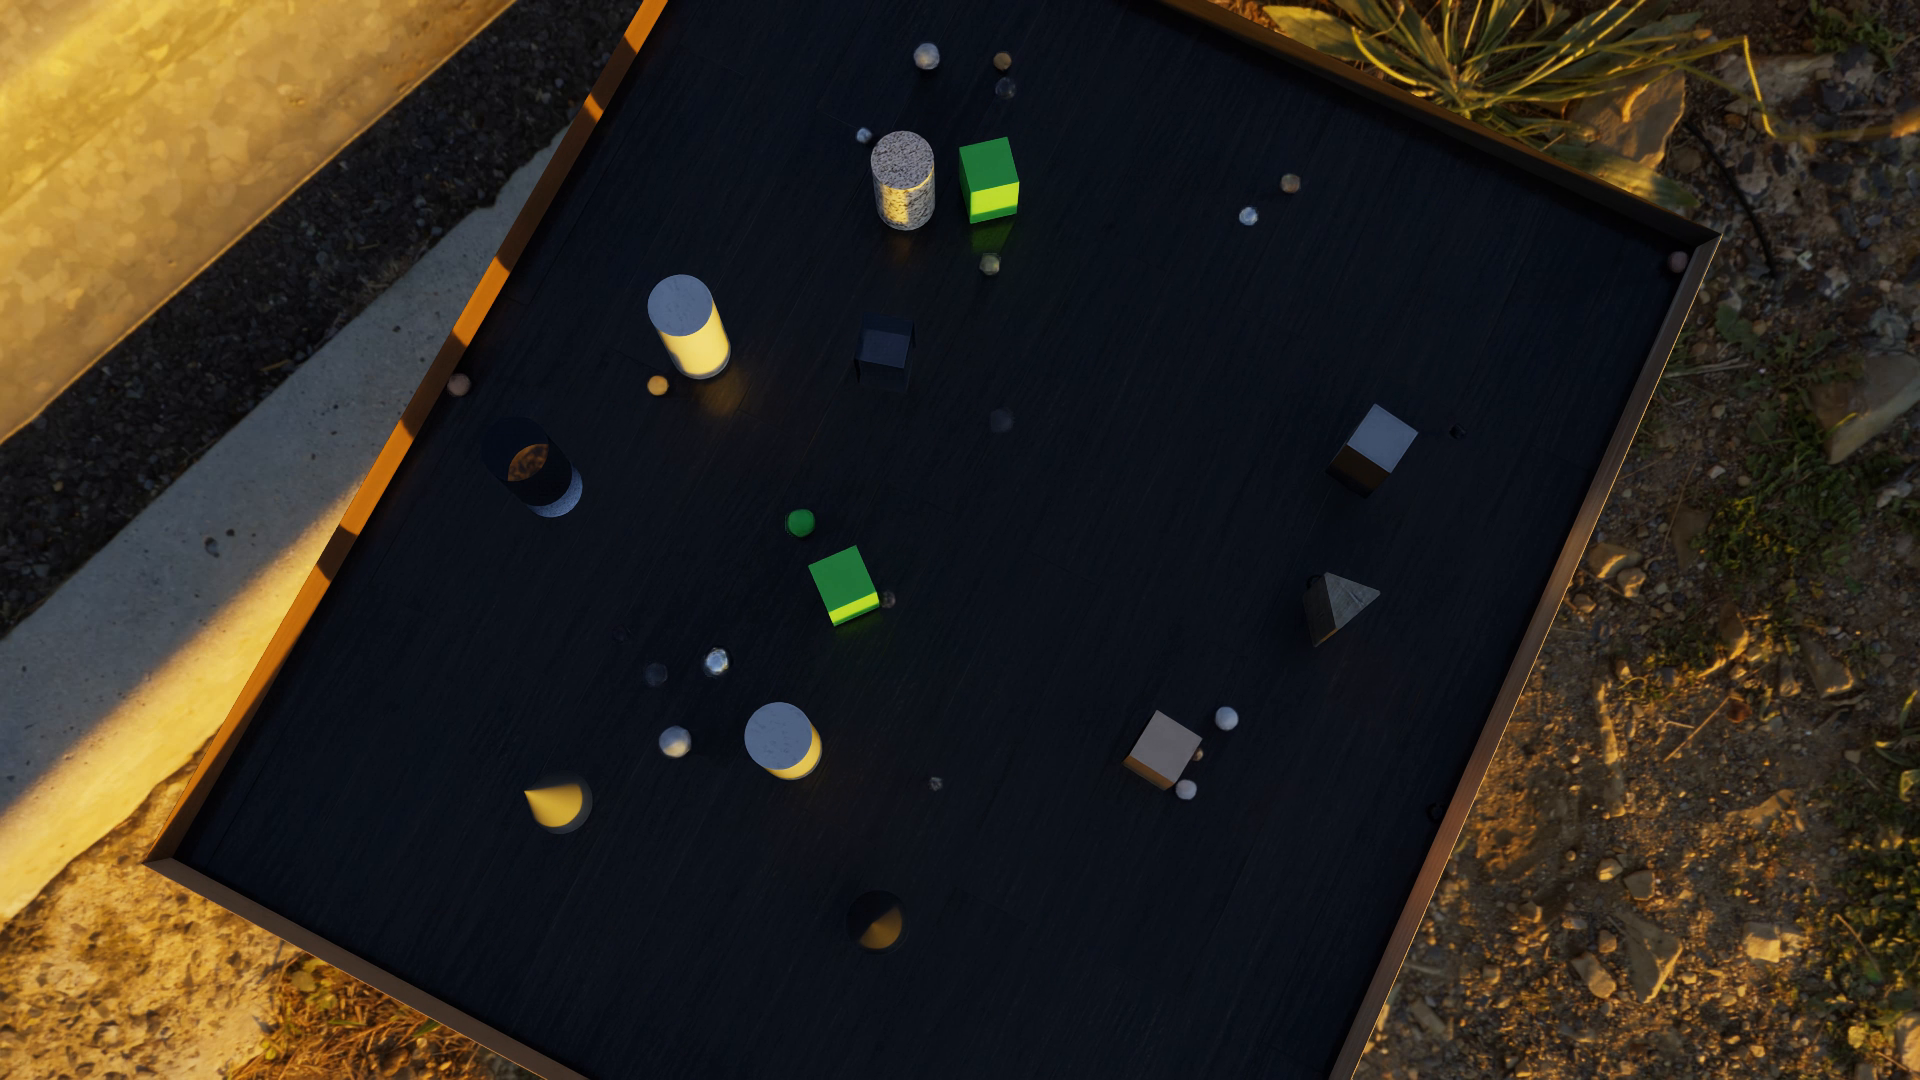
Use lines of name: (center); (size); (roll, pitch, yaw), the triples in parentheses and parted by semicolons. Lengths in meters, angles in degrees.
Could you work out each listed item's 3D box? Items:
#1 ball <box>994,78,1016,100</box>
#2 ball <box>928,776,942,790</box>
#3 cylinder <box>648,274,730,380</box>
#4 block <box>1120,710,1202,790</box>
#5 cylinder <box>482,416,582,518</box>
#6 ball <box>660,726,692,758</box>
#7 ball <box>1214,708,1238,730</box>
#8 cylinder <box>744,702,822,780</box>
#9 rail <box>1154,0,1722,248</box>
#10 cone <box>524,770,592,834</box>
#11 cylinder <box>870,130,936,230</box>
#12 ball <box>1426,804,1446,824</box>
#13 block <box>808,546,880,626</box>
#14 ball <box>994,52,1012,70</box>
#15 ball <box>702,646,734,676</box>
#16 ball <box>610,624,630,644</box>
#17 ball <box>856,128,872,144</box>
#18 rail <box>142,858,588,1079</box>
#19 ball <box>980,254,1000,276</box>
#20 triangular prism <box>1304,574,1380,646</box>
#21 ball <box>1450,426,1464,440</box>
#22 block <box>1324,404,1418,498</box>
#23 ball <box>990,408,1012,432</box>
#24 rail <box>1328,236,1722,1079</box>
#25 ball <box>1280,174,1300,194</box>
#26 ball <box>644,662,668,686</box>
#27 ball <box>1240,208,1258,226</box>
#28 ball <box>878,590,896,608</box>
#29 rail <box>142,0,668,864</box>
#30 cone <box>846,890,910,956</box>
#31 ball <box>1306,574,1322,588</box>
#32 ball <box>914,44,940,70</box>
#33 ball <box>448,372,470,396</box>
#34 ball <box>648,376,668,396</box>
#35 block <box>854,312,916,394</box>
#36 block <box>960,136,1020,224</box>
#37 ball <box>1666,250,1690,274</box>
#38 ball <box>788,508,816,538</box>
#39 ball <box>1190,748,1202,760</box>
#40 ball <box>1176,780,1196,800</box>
ball: (0.146, -1.449, 5.881); (0.068, 0.068, 0.068); (0, 78, 0)
ball: (-0.074, 0.724, 5.446); (0.040, 0.040, 0.040); (0, 78, 0)
cylinder: (-0.812, -0.638, 5.530); (0.190, 0.428, 0.190); (0, 78, 0)
block: (0.584, 0.616, 5.340); (0.152, 0.293, 0.152); (32, 80, 6)
cylinder: (-1.259, -0.211, 5.418); (0.190, 0.474, 0.190); (0, 78, 0)
ball: (-0.844, 0.600, 5.444); (0.095, 0.095, 0.095); (0, 78, 0)
ball: (0.794, 0.534, 5.470); (0.071, 0.071, 0.071); (0, 78, 0)
cylinder: (-0.507, 0.586, 5.300); (0.190, 0.382, 0.190); (0, 78, 0)
rail: (0.848, -1.655, 5.895); (3.375, 0.123, 0.045); (26, 80, 5)
cone: (-1.189, 0.732, 5.225); (0.190, 0.469, 0.190); (0, 78, 0)
cylinder: (-0.173, -1.110, 5.677); (0.190, 0.331, 0.190); (0, 78, 0)
ball: (1.411, 0.808, 5.419); (0.060, 0.060, 0.060); (0, 78, 0)
block: (-0.343, 0.139, 5.456); (0.152, 0.257, 0.152); (-23, 79, -5)
ball: (0.137, -1.543, 5.907); (0.057, 0.057, 0.057); (0, 78, 0)
ball: (-0.726, 0.363, 5.494); (0.093, 0.093, 0.093); (0, 78, 0)
ball: (-1.025, 0.284, 5.529); (0.056, 0.056, 0.056); (0, 78, 0)
ball: (-0.305, -1.290, 5.857); (0.052, 0.052, 0.052); (0, 78, 0)
rail: (-0.848, 1.668, 5.207); (3.375, 0.123, 0.045); (26, 80, 5)
ball: (0.095, -0.865, 5.762); (0.065, 0.065, 0.065); (0, 78, 0)
triangular prism: (1.090, 0.184, 5.399); (0.164, 0.351, 0.142); (-39, 81, -7)
ball: (1.537, -0.332, 5.663); (0.044, 0.044, 0.044); (0, 78, 0)
block: (1.231, -0.263, 5.500); (0.152, 0.334, 0.152); (35, 80, 7)
ball: (0.126, -0.369, 5.656); (0.073, 0.073, 0.073); (0, 78, 0)
rail: (1.488, 0.735, 5.400); (0.045, 0.123, 3.841); (26, 80, 5)
ball: (1.048, -1.131, 5.819); (0.062, 0.062, 0.062); (0, 78, 0)
ball: (-0.911, 0.403, 5.498); (0.069, 0.069, 0.069); (0, 78, 0)
ball: (0.913, -1.023, 5.800); (0.056, 0.056, 0.056); (0, 78, 0)
ball: (-0.222, 0.178, 5.552); (0.054, 0.054, 0.054); (0, 78, 0)
rail: (-1.488, -0.722, 5.702); (0.045, 0.123, 3.841); (26, 80, 5)
cone: (-0.240, 1.085, 5.190); (0.190, 0.395, 0.190); (0, 78, 0)
ball: (1.083, 0.136, 5.557); (0.062, 0.062, 0.062); (0, 78, 0)
ball: (-0.106, -1.555, 5.895); (0.085, 0.085, 0.085); (0, 78, 0)
ball: (-1.553, -0.483, 5.680); (0.071, 0.071, 0.071); (0, 78, 0)
ball: (-0.935, -0.479, 5.683); (0.063, 0.063, 0.063); (0, 78, 0)
block: (-0.227, -0.571, 5.599); (0.152, 0.266, 0.152); (11, 79, 2)
block: (0.089, -1.120, 5.718); (0.152, 0.255, 0.152); (-13, 79, -3)
ball: (2.256, -0.873, 5.760); (0.072, 0.072, 0.072); (0, 78, 0)
ball: (-0.483, -0.053, 5.583); (0.087, 0.087, 0.087); (0, 78, 0)
ball: (0.702, 0.637, 5.463); (0.043, 0.043, 0.043); (0, 78, 0)
ball: (0.669, 0.740, 5.432); (0.062, 0.062, 0.062); (0, 78, 0)
